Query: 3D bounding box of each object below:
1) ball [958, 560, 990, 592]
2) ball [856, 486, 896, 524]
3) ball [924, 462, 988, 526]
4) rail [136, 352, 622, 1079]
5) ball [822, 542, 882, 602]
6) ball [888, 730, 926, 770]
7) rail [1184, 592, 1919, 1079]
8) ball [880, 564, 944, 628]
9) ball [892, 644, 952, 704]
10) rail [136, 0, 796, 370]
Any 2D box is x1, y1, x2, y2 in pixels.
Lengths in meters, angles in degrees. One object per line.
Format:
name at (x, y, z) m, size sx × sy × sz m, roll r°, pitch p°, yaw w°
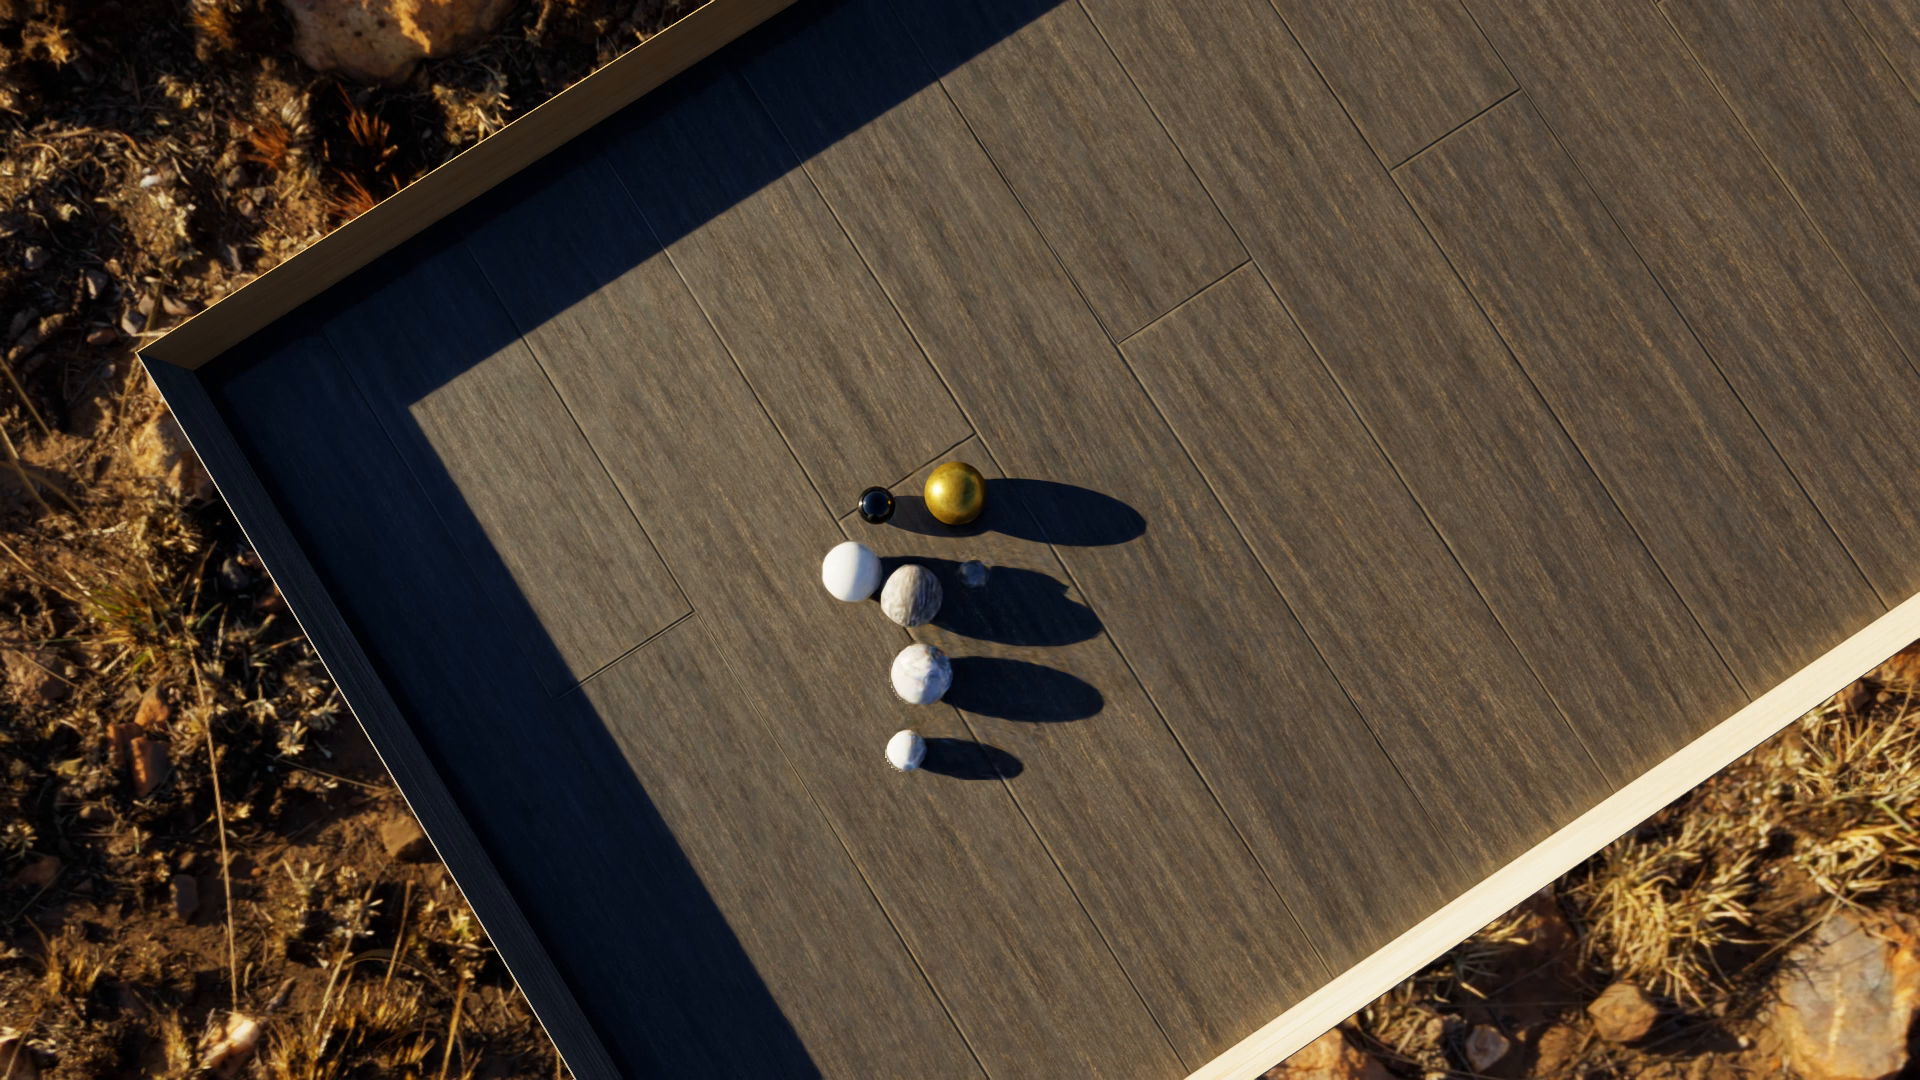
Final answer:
ball at (0.020, 0.052, 3.267) m, size 0.047 × 0.047 × 0.047 m, roll 0°, pitch 82°, yaw 0°
ball at (-0.125, -0.052, 3.275) m, size 0.058 × 0.058 × 0.058 m, roll 0°, pitch 82°, yaw 0°
ball at (-0.006, -0.069, 3.259) m, size 0.094 × 0.094 × 0.094 m, roll 0°, pitch 82°, yaw 0°
rail at (-0.713, 0.450, 3.175) m, size 0.045 × 0.123 × 1.747 m, roll -32°, pitch 84°, yaw -4°
ball at (-0.159, 0.047, 3.246) m, size 0.090 × 0.090 × 0.090 m, roll 0°, pitch 82°, yaw 0°
ball at (-0.078, 0.309, 3.227) m, size 0.058 × 0.058 × 0.058 m, roll 0°, pitch 82°, yaw 0°
rail at (1.192, 0.239, 3.203) m, size 3.483 × 0.123 × 0.045 m, roll -32°, pitch 84°, yaw -4°
ball at (-0.072, 0.082, 3.240) m, size 0.094 × 0.094 × 0.094 m, roll 0°, pitch 82°, yaw 0°
ball at (-0.056, 0.197, 3.226) m, size 0.090 × 0.090 × 0.090 m, roll 0°, pitch 82°, yaw 0°
rail at (0.274, -1.179, 3.392) m, size 3.483 × 0.123 × 0.045 m, roll -32°, pitch 84°, yaw -4°
